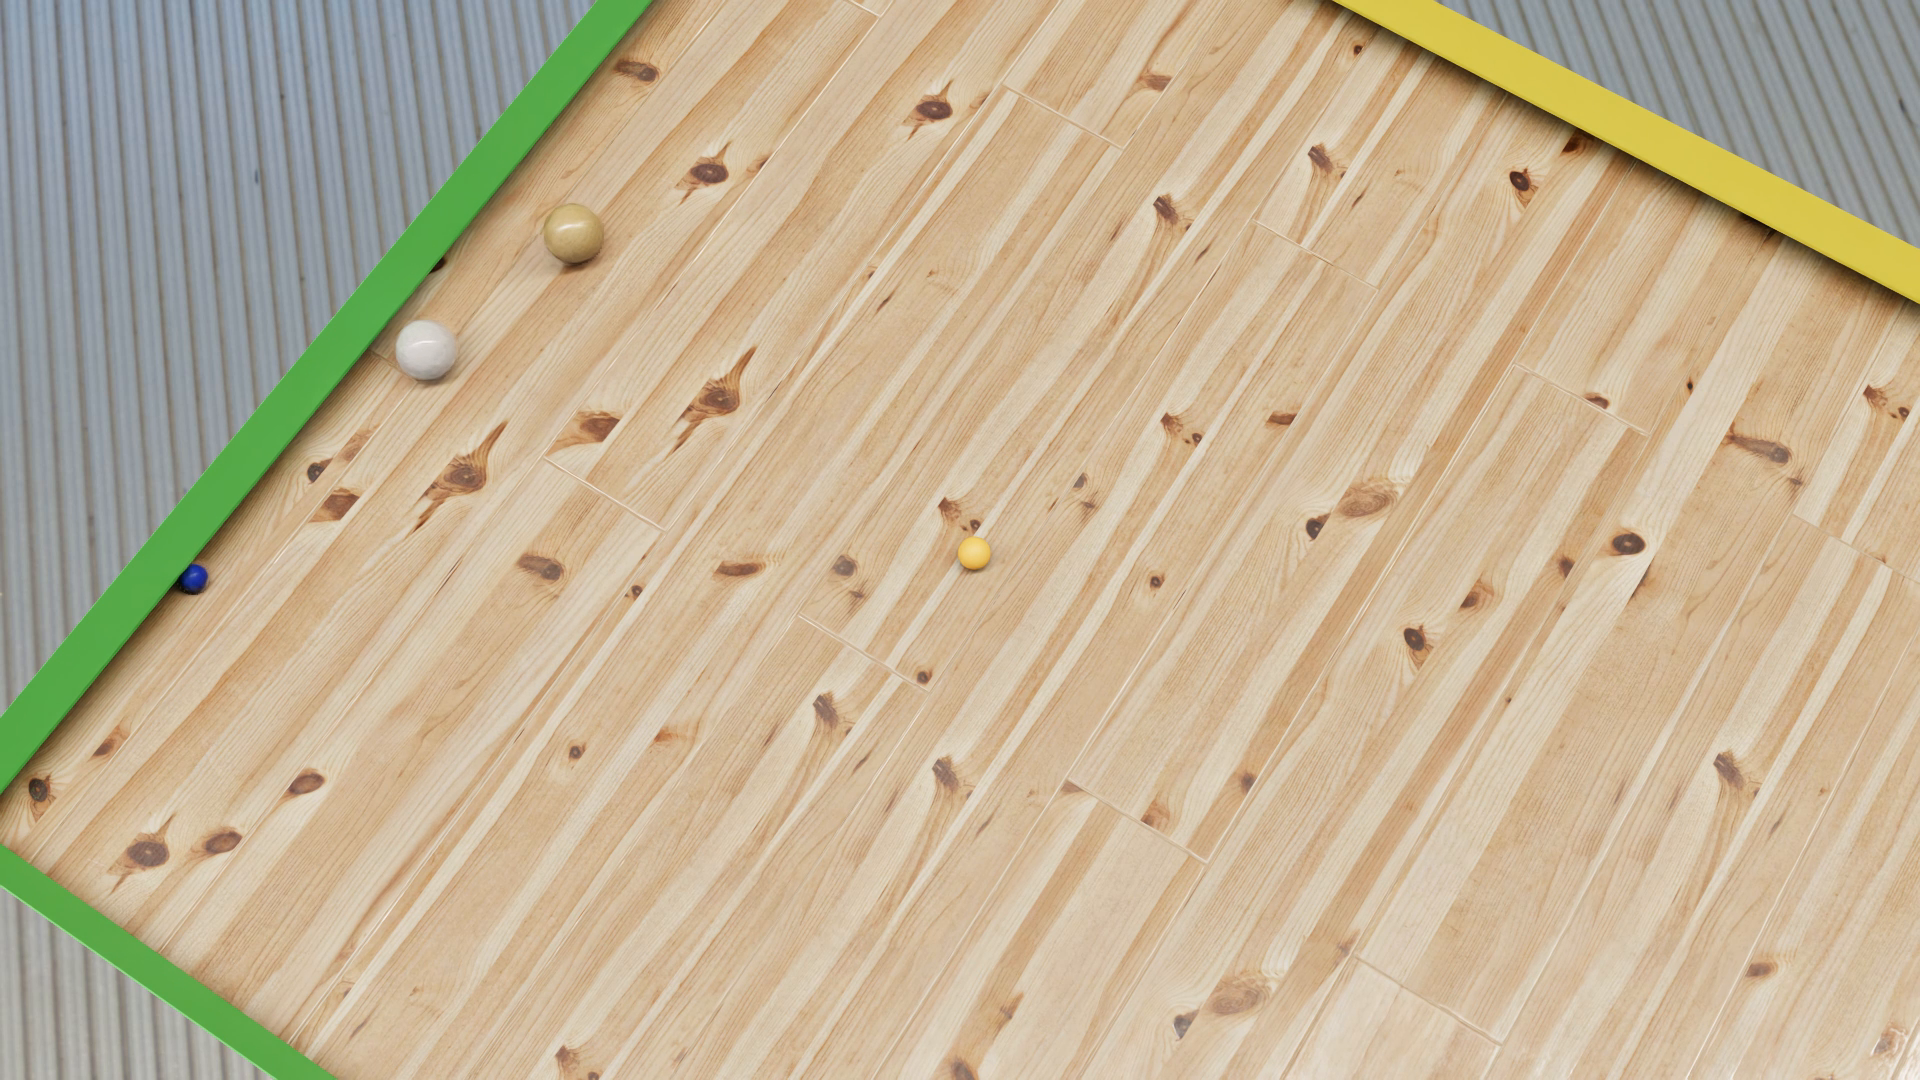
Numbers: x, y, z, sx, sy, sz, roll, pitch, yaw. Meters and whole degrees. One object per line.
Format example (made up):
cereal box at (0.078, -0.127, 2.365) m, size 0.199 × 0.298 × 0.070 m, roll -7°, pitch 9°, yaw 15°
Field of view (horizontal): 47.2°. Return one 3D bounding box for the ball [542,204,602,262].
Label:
ball at (-0.645, -0.511, 3.660) m, size 0.098 × 0.098 × 0.098 m, roll 0°, pitch 69°, yaw 0°

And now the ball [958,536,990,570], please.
ball at (0.023, 0.021, 3.476) m, size 0.052 × 0.052 × 0.052 m, roll 0°, pitch 69°, yaw 0°

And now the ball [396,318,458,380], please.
ball at (-0.869, -0.311, 3.582) m, size 0.098 × 0.098 × 0.098 m, roll 0°, pitch 69°, yaw 0°

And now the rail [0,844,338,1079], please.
rail at (0.217, 1.453, 2.871) m, size 4.123 × 0.128 × 0.045 m, roll 31°, pitch 72°, yaw 11°

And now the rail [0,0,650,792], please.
rail at (-0.849, -0.517, 3.646) m, size 0.045 × 0.128 × 2.465 m, roll 31°, pitch 72°, yaw 11°

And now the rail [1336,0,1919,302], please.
rail at (1.520, -0.443, 3.616) m, size 4.123 × 0.128 × 0.045 m, roll 31°, pitch 72°, yaw 11°

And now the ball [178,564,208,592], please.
ball at (-1.208, 0.060, 3.465) m, size 0.044 × 0.044 × 0.044 m, roll 0°, pitch 69°, yaw 0°
